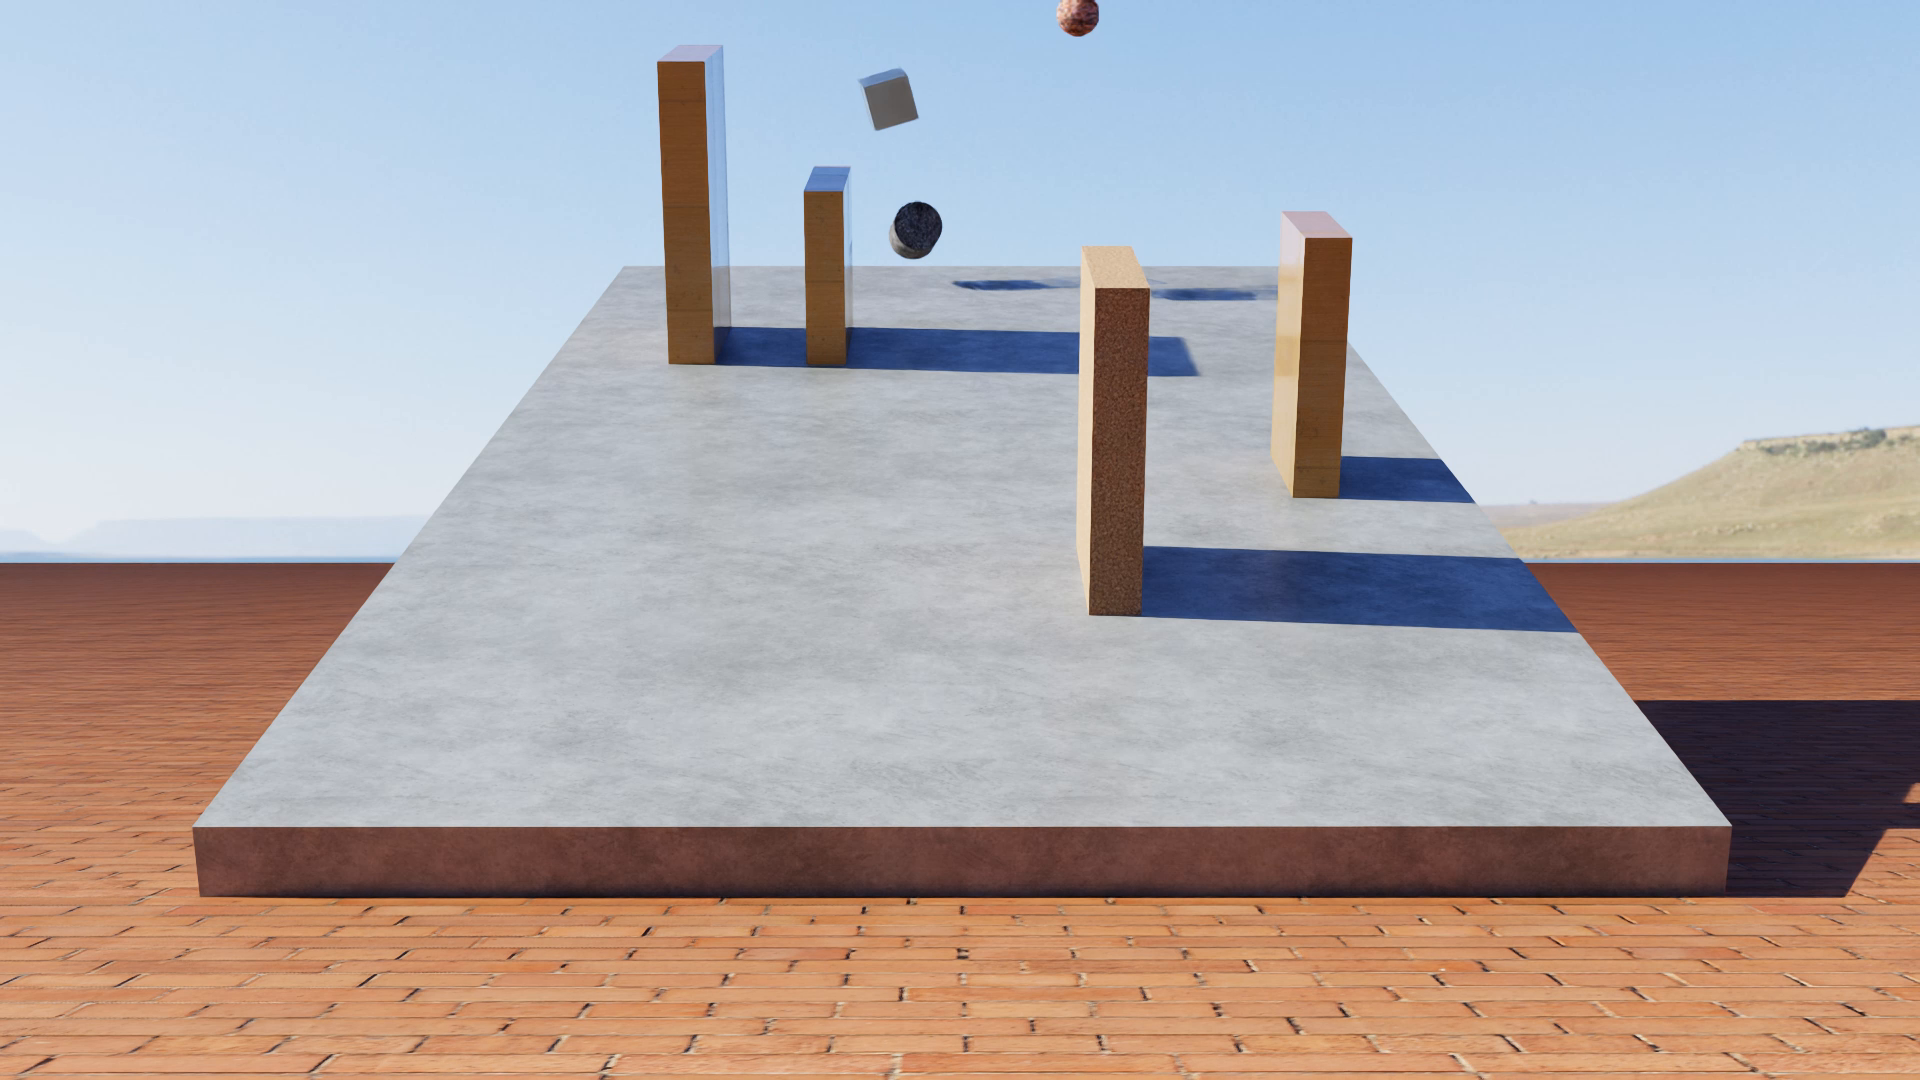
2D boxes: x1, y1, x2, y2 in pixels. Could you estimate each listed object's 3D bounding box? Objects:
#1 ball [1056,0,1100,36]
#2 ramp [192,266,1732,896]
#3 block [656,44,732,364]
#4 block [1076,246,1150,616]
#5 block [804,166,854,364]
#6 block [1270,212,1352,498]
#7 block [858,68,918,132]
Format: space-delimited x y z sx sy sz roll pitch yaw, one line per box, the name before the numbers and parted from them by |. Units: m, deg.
ball | 0.327 -1.457 6.176 0.119 0.119 0.119 0 0 0
ramp | -0.003 -0.179 4.816 2.000 0.100 4.000 0 17 0
block | -0.656 -0.843 5.547 0.112 0.727 0.444 0 17 0
block | 0.256 -0.194 3.785 0.087 0.547 0.386 0 17 0
block | -0.327 -0.696 5.590 0.095 0.423 0.441 0 17 0
block | 0.693 -0.373 4.418 0.090 0.510 0.316 0 17 0
block | -0.200 -1.229 6.209 0.126 0.126 0.126 -17 23 -3
